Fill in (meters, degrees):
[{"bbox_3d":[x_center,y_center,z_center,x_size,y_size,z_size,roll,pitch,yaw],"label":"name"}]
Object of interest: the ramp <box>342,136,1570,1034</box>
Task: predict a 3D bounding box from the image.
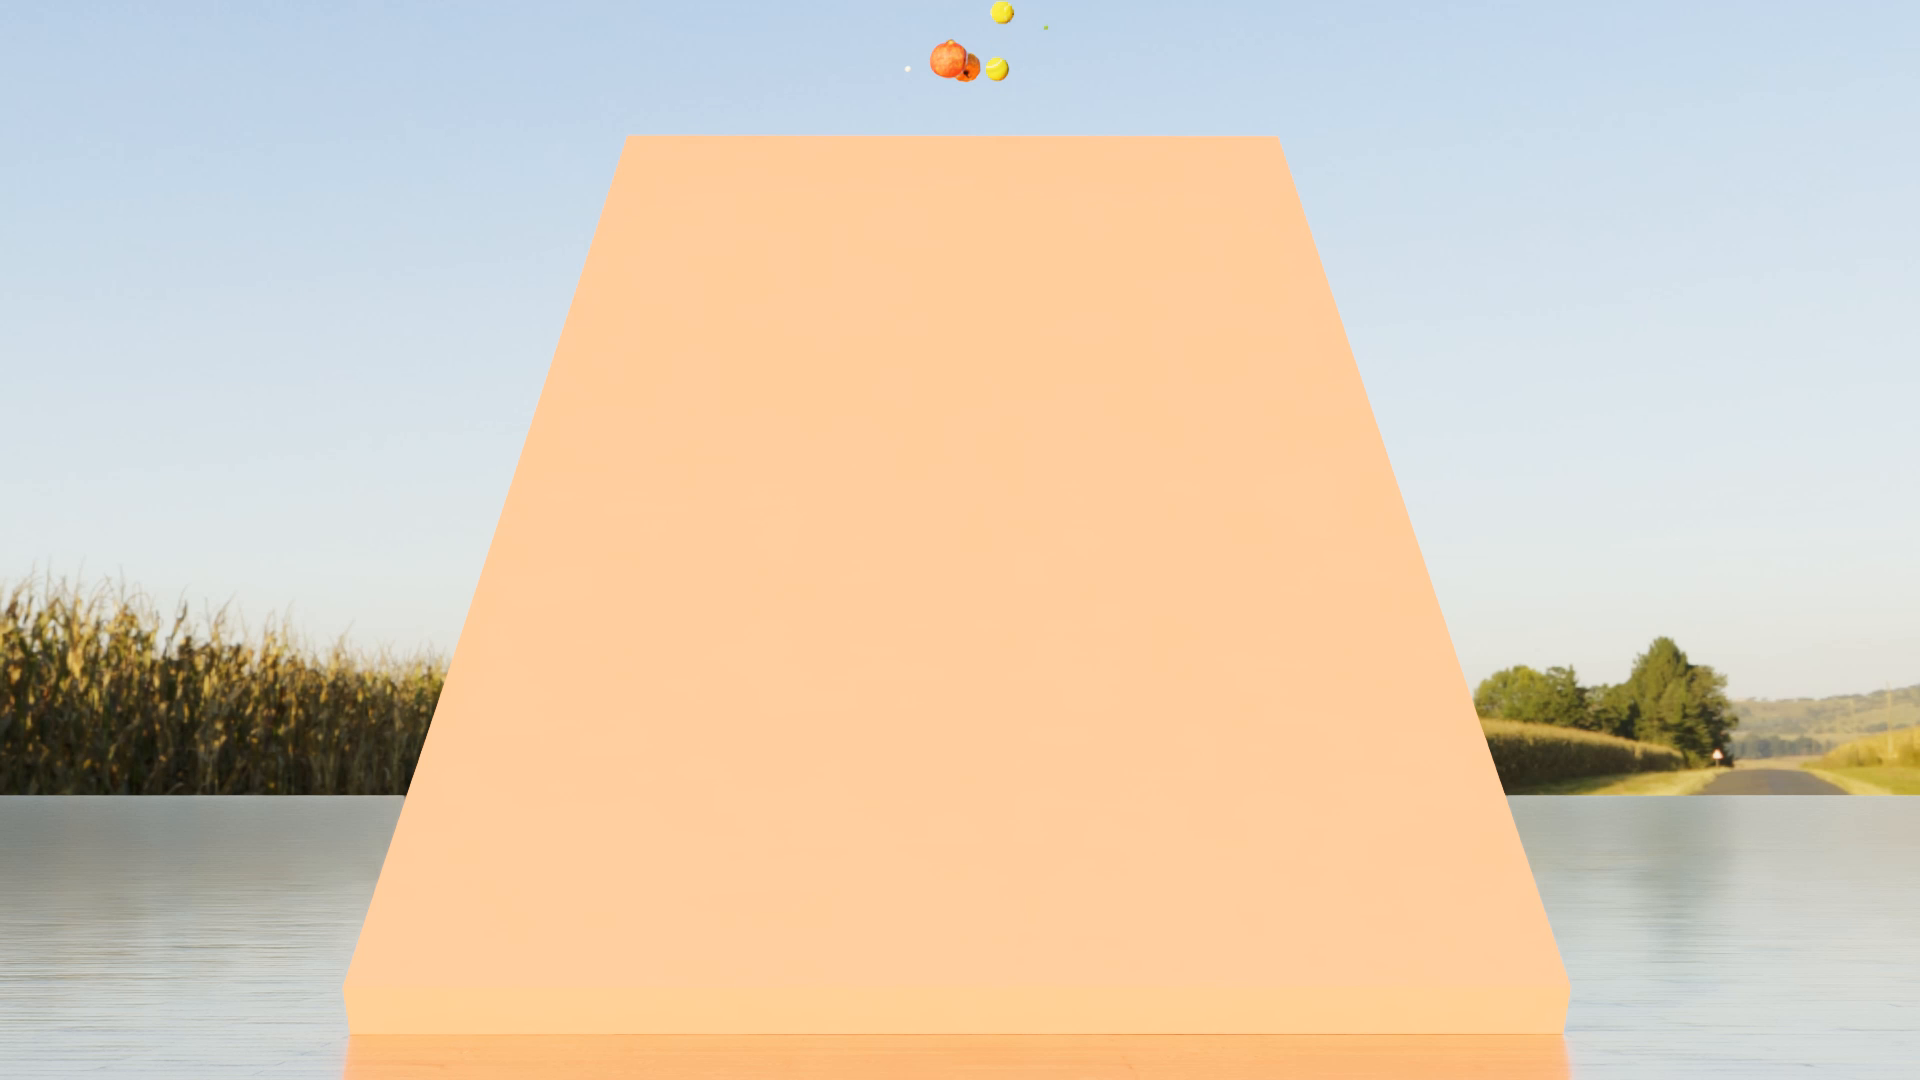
[{"bbox_3d":[-0.013,-0.213,5.687,2.000,0.100,4.000,0,30,0],"label":"ramp"}]
